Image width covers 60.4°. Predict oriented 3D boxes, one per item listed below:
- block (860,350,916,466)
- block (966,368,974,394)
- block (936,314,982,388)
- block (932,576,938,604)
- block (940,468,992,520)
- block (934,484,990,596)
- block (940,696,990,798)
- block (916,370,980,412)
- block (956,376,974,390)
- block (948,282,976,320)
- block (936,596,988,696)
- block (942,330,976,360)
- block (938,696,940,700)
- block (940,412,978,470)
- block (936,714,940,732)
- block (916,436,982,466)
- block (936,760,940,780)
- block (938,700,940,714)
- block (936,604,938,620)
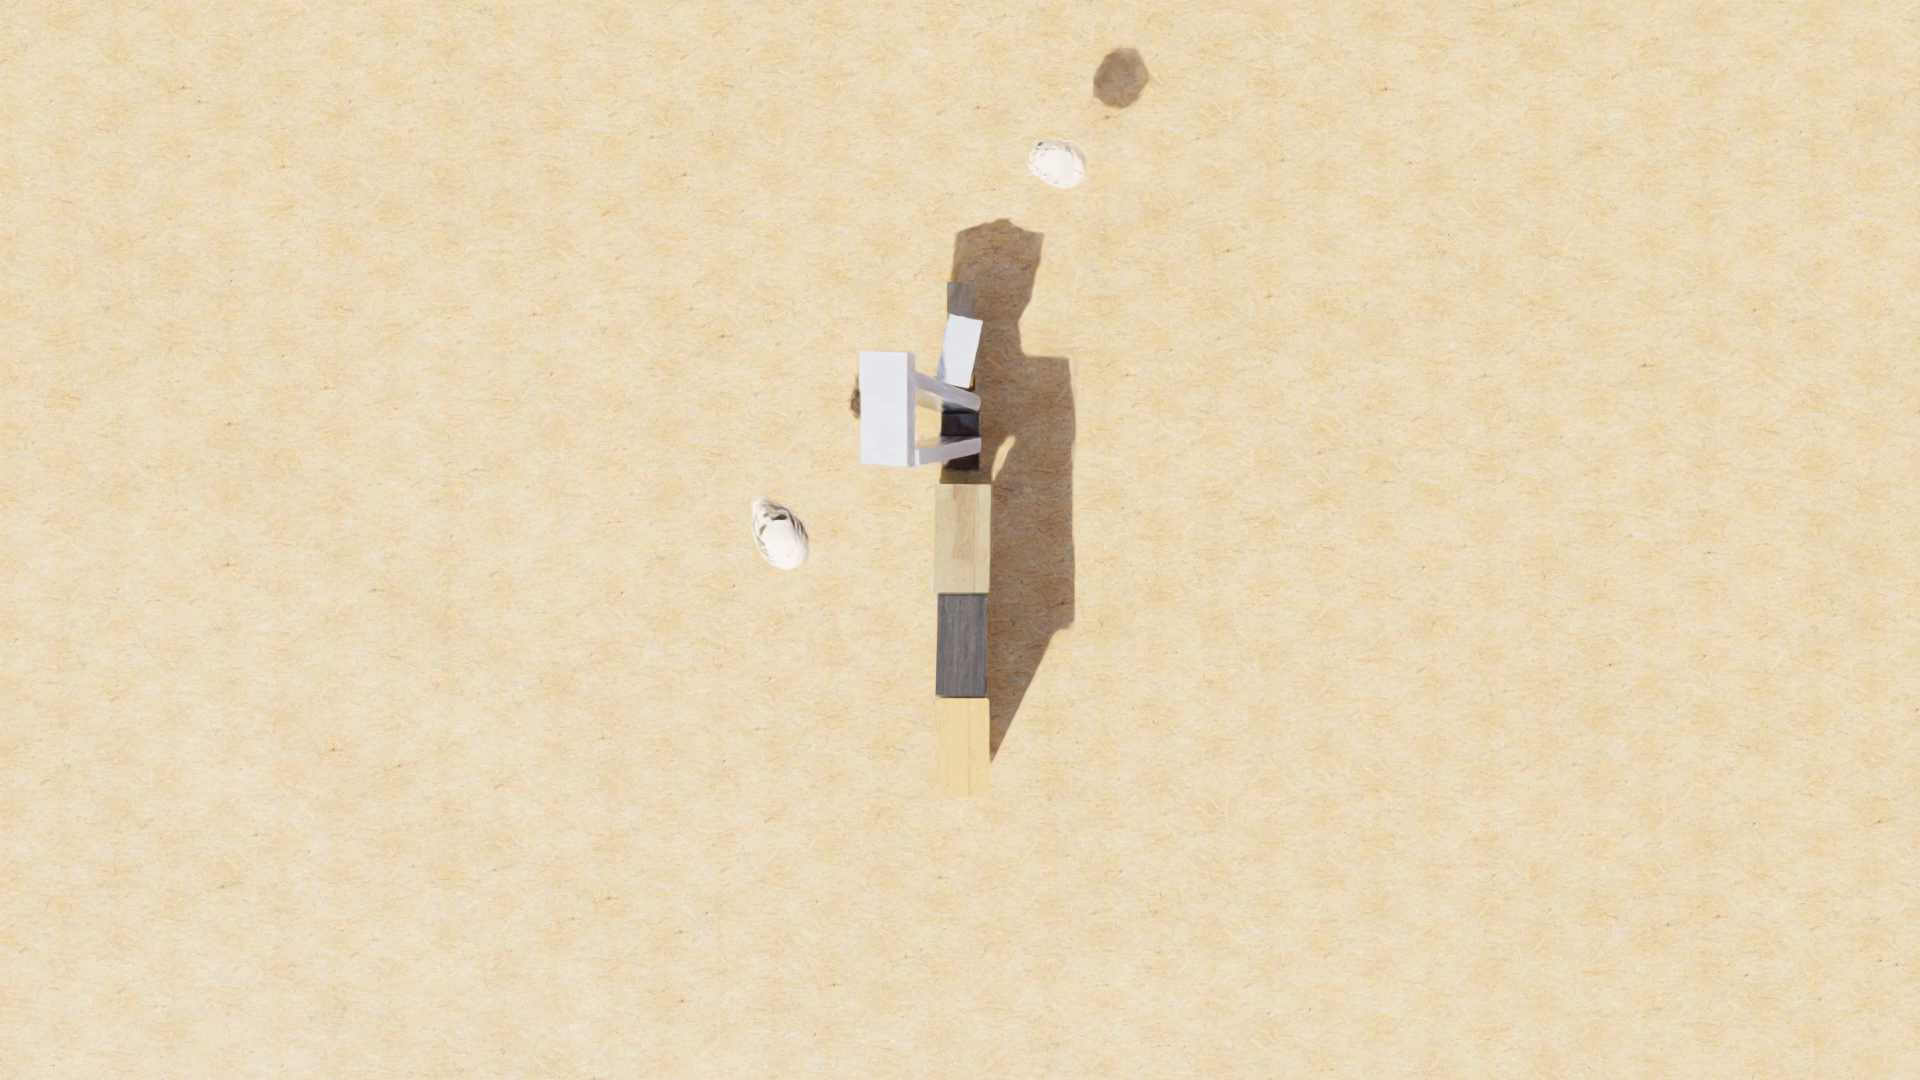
[{"bbox_3d":[-0.215,-0.392,4.899,0.167,0.047,0.335,6,102,32],"label":"block"},{"bbox_3d":[-0.006,-0.502,5.290,0.098,0.028,0.195,-1,91,0],"label":"block"},{"bbox_3d":[-0.003,-0.577,5.052,0.104,0.030,0.209,12,89,0],"label":"block"},{"bbox_3d":[-0.001,0.155,5.082,0.165,0.373,0.047,0,83,0],"label":"block"},{"bbox_3d":[0.017,-0.146,5.120,0.165,0.329,0.047,4,110,0],"label":"block"},{"bbox_3d":[0.006,-0.001,4.904,0.165,0.047,0.329,1,76,0],"label":"block"},{"bbox_3d":[0.014,0.612,4.881,0.146,0.041,0.292,0,92,0],"label":"block"},{"bbox_3d":[-0.107,-0.457,5.081,0.167,0.385,0.047,3,84,32],"label":"block"},{"bbox_3d":[-0.008,-0.494,5.171,0.104,0.209,0.030,2,92,1],"label":"block"},{"bbox_3d":[0.004,-0.742,5.312,0.088,0.025,0.175,0,90,0],"label":"block"},{"bbox_3d":[0.004,0.313,4.884,0.147,0.042,0.294,1,87,0],"label":"block"},{"bbox_3d":[0.000,-0.623,5.284,0.104,0.432,0.030,0,88,0],"label":"block"},{"bbox_3d":[0.005,0.457,5.045,0.147,0.294,0.042,0,80,0],"label":"block"},{"bbox_3d":[-0.001,-0.289,5.274,0.120,0.034,0.239,1,104,1],"label":"block"},{"bbox_3d":[0.004,0.563,5.047,0.146,0.292,0.041,0,81,0],"label":"block"},{"bbox_3d":[-0.095,-0.276,5.074,0.167,0.335,0.047,4,102,34],"label":"block"},{"bbox_3d":[0.004,0.727,5.202,0.146,0.598,0.041,0,80,0],"label":"block"},{"bbox_3d":[-0.003,0.441,5.213,0.134,0.038,0.268,0,90,0],"label":"block"},{"bbox_3d":[0.005,0.249,5.057,0.147,0.294,0.042,0,74,0],"label":"block"}]
